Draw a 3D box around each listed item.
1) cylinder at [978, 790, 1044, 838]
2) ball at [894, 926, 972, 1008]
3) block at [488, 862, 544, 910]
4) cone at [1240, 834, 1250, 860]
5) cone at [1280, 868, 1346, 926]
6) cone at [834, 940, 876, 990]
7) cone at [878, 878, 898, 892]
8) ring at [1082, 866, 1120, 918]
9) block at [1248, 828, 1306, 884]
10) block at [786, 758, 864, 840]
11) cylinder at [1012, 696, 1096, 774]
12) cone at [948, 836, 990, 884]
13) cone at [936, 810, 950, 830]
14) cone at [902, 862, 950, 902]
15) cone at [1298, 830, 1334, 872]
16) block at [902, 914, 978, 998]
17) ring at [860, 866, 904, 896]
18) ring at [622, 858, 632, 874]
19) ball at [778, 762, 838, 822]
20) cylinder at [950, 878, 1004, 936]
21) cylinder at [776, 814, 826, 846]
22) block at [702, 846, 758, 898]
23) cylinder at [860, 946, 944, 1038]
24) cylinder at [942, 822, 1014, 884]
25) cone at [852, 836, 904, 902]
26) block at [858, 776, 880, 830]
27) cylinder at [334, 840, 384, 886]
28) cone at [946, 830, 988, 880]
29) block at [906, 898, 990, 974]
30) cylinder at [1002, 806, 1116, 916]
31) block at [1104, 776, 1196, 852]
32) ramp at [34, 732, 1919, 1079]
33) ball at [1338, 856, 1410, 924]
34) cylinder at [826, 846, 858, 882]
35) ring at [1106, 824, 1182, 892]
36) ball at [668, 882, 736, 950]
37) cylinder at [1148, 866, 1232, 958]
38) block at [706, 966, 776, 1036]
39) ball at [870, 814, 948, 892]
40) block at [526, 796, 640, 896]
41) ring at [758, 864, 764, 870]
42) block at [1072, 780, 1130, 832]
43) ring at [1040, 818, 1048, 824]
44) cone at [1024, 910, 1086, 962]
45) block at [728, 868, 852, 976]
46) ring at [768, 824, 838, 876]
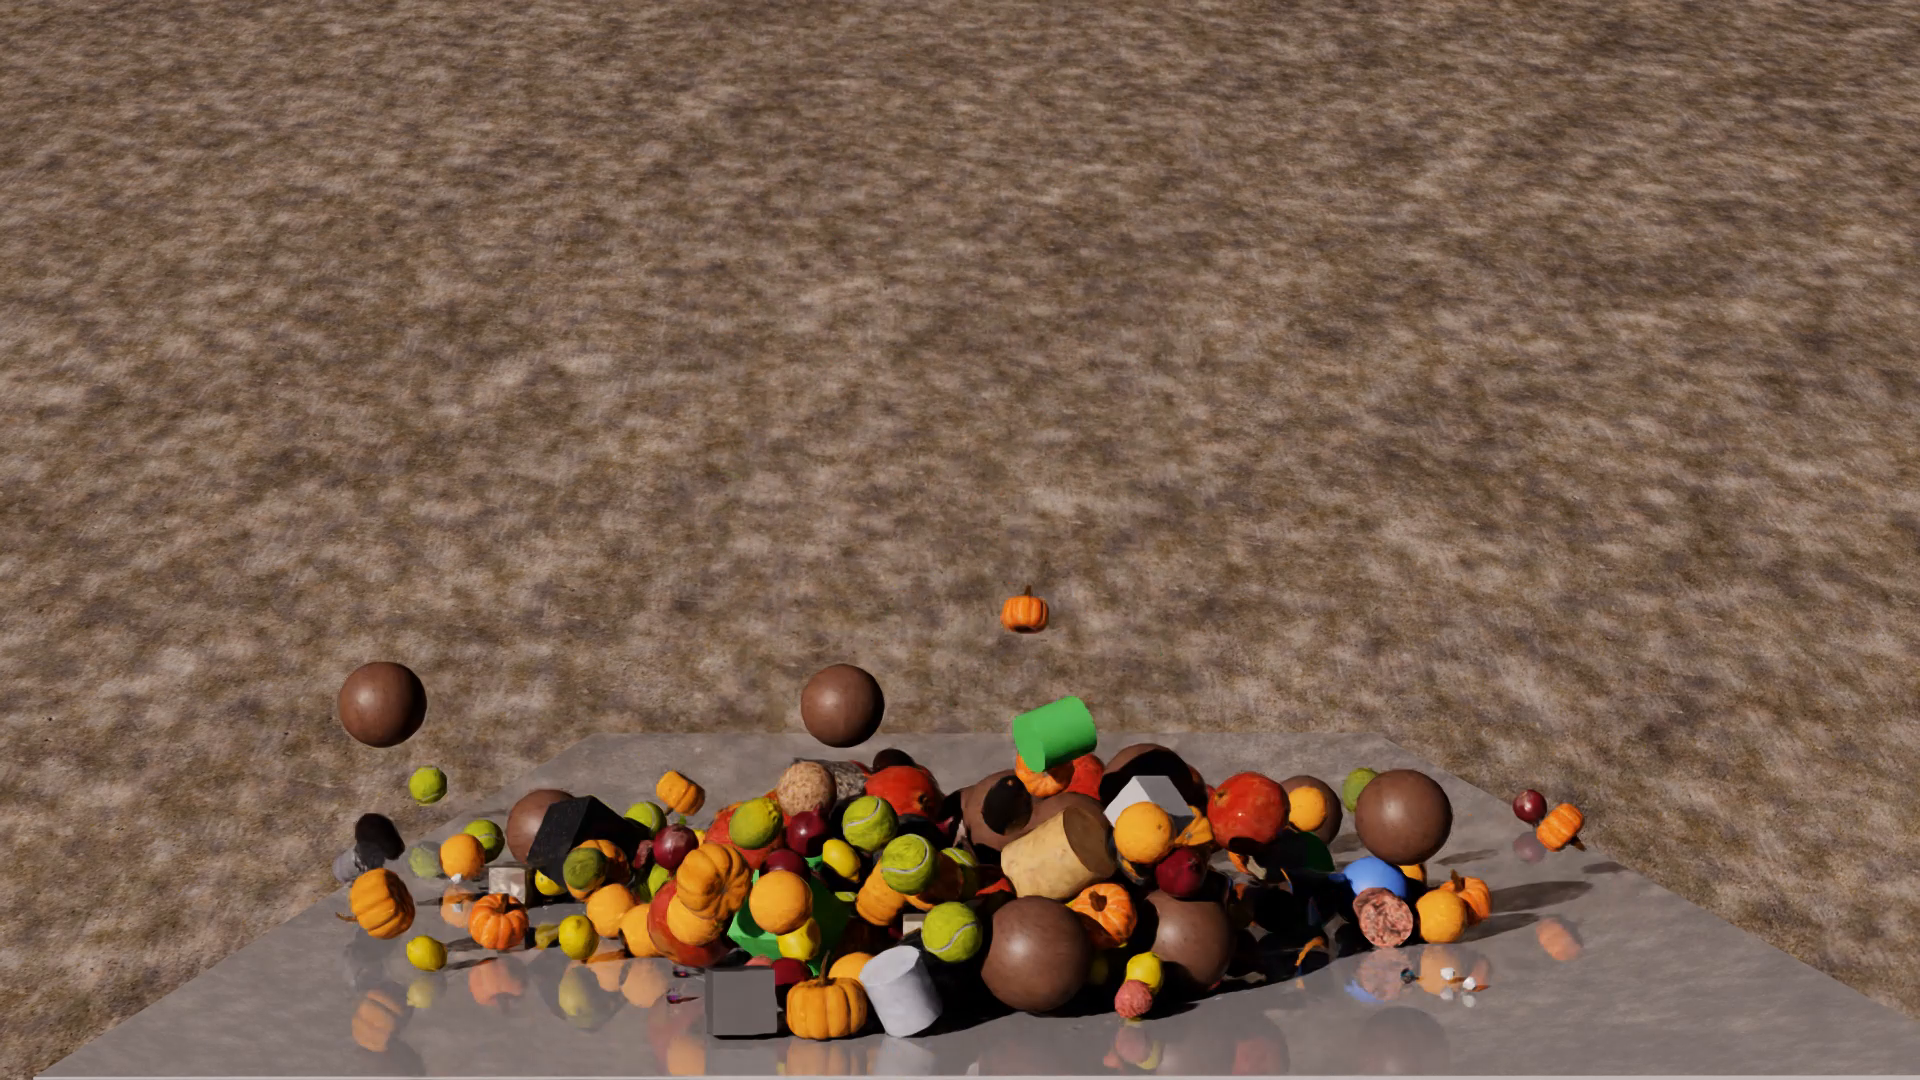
[{"bbox_3d":[0.089,0.478,4.499,0.081,0.081,0.081,0,24,34],"label":"cylinder"},{"bbox_3d":[-0.035,0.489,2.947,0.096,0.096,0.096,0,28,0],"label":"ball"},{"bbox_3d":[-0.641,0.499,3.732,0.058,0.058,0.058,0,0,16],"label":"block"},{"bbox_3d":[0.477,0.509,4.125,0.064,0.064,0.064,5,28,9],"label":"cone"},{"bbox_3d":[0.461,0.462,3.477,0.081,0.081,0.081,-23,41,-36],"label":"cone"},{"bbox_3d":[-0.124,0.521,3.085,0.064,0.064,0.064,-28,32,-3],"label":"cone"},{"bbox_3d":[-0.091,0.450,3.584,0.056,0.056,0.056,-6,38,-11],"label":"cone"},{"bbox_3d":[0.190,0.466,3.535,0.034,0.103,0.103,-6,28,-20],"label":"ring"},{"bbox_3d":[0.439,0.437,3.581,0.057,0.057,0.057,-2,15,-21],"label":"block"},{"bbox_3d":[-0.204,0.390,3.898,0.099,0.099,0.099,5,4,-10],"label":"block"},{"bbox_3d":[0.120,0.247,3.279,0.077,0.077,0.077,-20,33,-24],"label":"cylinder"},{"bbox_3d":[-0.008,0.464,3.609,0.073,0.073,0.073,-34,28,9],"label":"cone"},{"bbox_3d":[-0.027,0.490,4.416,0.059,0.059,0.059,0,1,0],"label":"cone"},{"bbox_3d":[-0.039,0.472,3.446,0.075,0.075,0.075,-11,42,10],"label":"cone"},{"bbox_3d":[0.506,0.497,3.912,0.085,0.085,0.085,29,42,-30],"label":"cone"},{"bbox_3d":[-0.024,0.489,3.041,0.088,0.088,0.088,1,-2,-1],"label":"block"},{"bbox_3d":[-0.088,0.506,3.865,0.124,0.041,0.124,-1,2,0],"label":"ring"},{"bbox_3d":[-0.558,0.511,4.068,0.083,0.028,0.083,0,-1,0],"label":"ring"},{"bbox_3d":[-0.209,0.345,3.548,0.083,0.083,0.083,0,28,0],"label":"ball"},{"bbox_3d":[0.016,0.497,3.453,0.068,0.068,0.068,25,32,5],"label":"cylinder"},{"bbox_3d":[-0.245,0.458,4.197,0.078,0.078,0.078,38,8,-6],"label":"cylinder"},{"bbox_3d":[-0.336,0.487,3.784,0.062,0.062,0.062,0,69,-24],"label":"block"},{"bbox_3d":[-0.063,0.491,2.812,0.070,0.070,0.070,-21,19,8],"label":"cylinder"},{"bbox_3d":[0.025,0.474,3.918,0.092,0.092,0.092,-2,26,18],"label":"cylinder"},{"bbox_3d":[-0.110,0.475,3.728,0.098,0.098,0.098,0,-4,-1],"label":"cone"},{"bbox_3d":[-0.197,0.468,4.592,0.091,0.091,0.091,0,-4,-16],"label":"block"},{"bbox_3d":[-0.847,0.456,3.638,0.051,0.051,0.051,-34,2,41],"label":"cylinder"},{"bbox_3d":[-0.016,0.506,3.990,0.085,0.085,0.085,23,43,36],"label":"cone"},{"bbox_3d":[-0.016,0.487,3.148,0.081,0.081,0.081,-3,6,18],"label":"block"},{"bbox_3d":[0.118,0.385,3.103,0.098,0.098,0.098,-35,16,26],"label":"cylinder"},{"bbox_3d":[0.227,0.328,3.091,0.064,0.064,0.064,6,40,-46],"label":"block"},{"bbox_3d":[0.063,0.567,4.608,2.000,0.100,4.000,0,1,0],"label":"ramp"},{"bbox_3d":[0.562,0.480,3.513,0.100,0.100,0.100,0,28,0],"label":"ball"},{"bbox_3d":[-0.174,0.498,3.973,0.052,0.052,0.052,3,20,-42],"label":"cylinder"},{"bbox_3d":[0.221,0.377,3.118,0.109,0.036,0.109,32,28,-20],"label":"ring"},{"bbox_3d":[-0.337,0.489,3.362,0.087,0.087,0.087,0,28,0],"label":"ball"},{"bbox_3d":[0.291,0.471,3.268,0.095,0.095,0.095,6,70,11],"label":"cylinder"},{"bbox_3d":[-0.239,0.501,2.812,0.068,0.068,0.068,0,-6,-12],"label":"block"},{"bbox_3d":[-0.065,0.397,3.275,0.099,0.099,0.099,0,28,0],"label":"ball"},{"bbox_3d":[-0.536,0.434,3.670,0.096,0.096,0.096,-14,44,42],"label":"block"},{"bbox_3d":[-0.338,0.506,3.951,0.081,0.027,0.081,6,-15,2],"label":"ring"},{"bbox_3d":[0.241,0.457,4.190,0.092,0.092,0.092,-1,48,-38],"label":"block"},{"bbox_3d":[0.201,0.494,4.382,0.142,0.047,0.142,1,-5,0],"label":"ring"},{"bbox_3d":[0.105,0.513,3.243,0.074,0.074,0.074,24,39,38],"label":"cone"},{"bbox_3d":[-0.204,0.458,3.097,0.089,0.089,0.089,-1,54,38],"label":"block"},{"bbox_3d":[-0.219,0.434,3.603,0.109,0.036,0.109,31,-6,3],"label":"ring"}]
